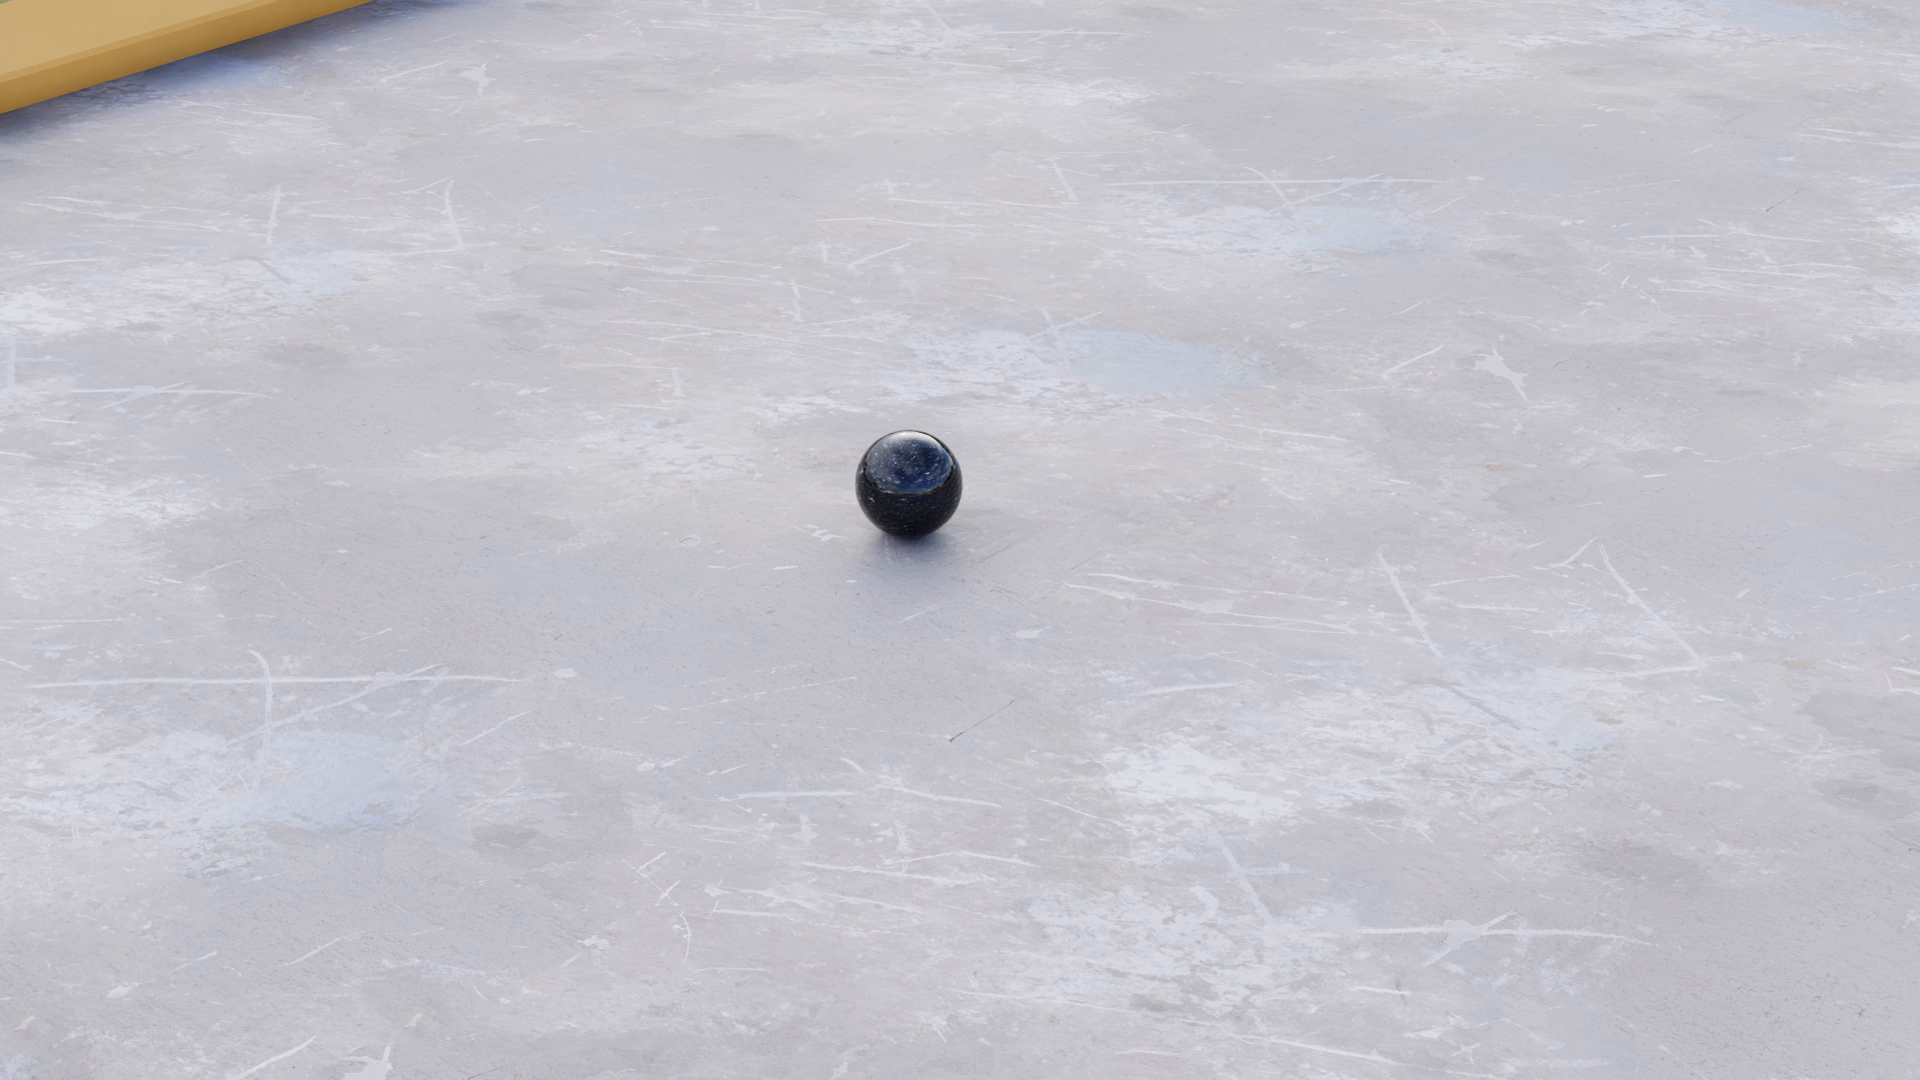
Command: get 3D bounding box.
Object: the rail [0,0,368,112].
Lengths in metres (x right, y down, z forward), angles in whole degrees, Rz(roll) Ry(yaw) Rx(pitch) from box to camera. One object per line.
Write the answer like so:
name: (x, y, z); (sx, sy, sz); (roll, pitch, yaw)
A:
rail: (-0.198, -0.727, 3.074); (0.045, 0.089, 4.393); (20, 33, 34)

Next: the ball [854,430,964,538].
ball: (-0.031, -0.034, 1.758); (0.065, 0.065, 0.065); (0, 27, 0)
